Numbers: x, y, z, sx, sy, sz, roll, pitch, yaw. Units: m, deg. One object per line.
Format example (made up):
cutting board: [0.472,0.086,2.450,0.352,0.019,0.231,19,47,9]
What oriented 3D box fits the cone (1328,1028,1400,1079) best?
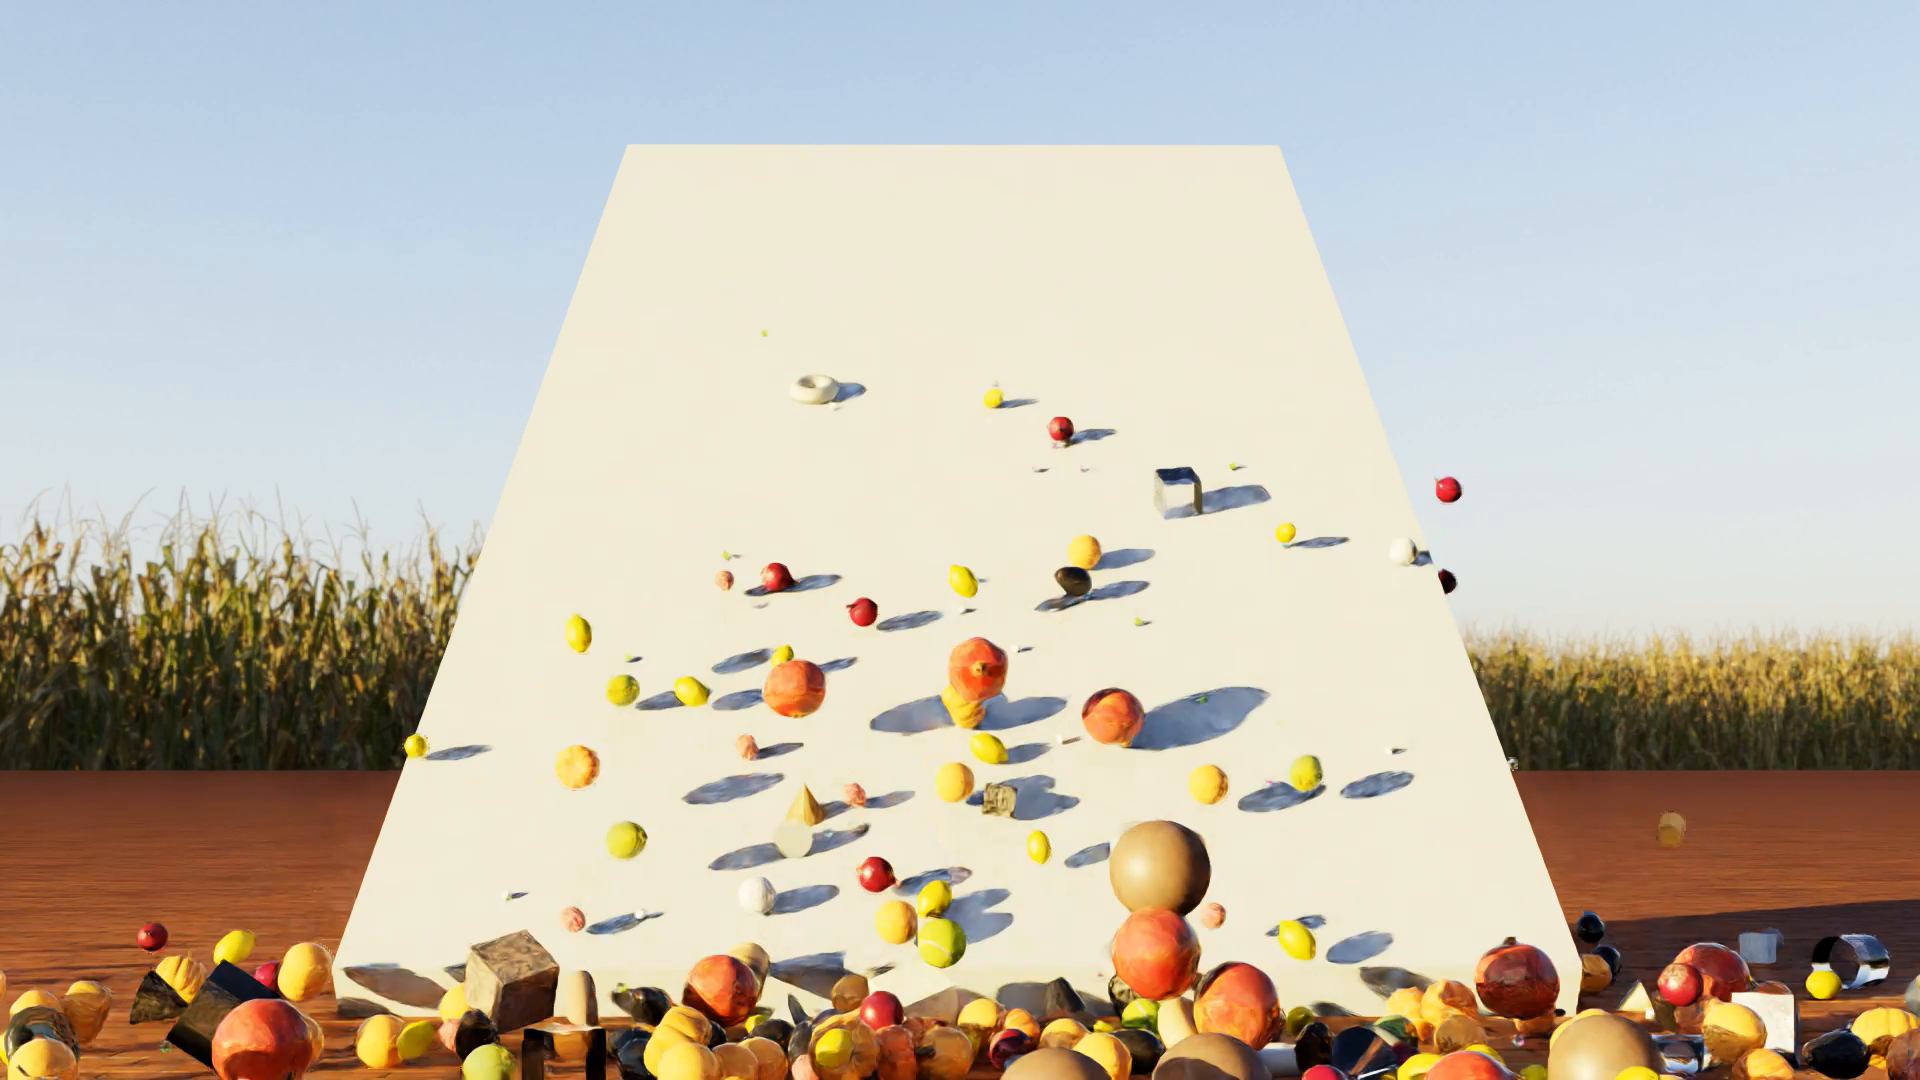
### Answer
cone: [0.474,0.662,2.938,0.096,0.096,0.096,3,-33,-25]

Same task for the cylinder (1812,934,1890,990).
cylinder: [1.625,0.769,4.360,0.096,0.096,0.096,4,-7,-37]

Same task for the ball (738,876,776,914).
ball: [-0.333,0.585,3.935,0.063,0.063,0.063,0,-5,0]

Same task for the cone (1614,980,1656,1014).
cone: [1.100,0.761,3.925,0.060,0.060,0.060,-26,-10,8]

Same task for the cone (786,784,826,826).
cone: [-0.270,0.453,4.174,0.068,0.068,0.068,0,28,0]

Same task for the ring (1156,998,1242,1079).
ring: [0.304,0.638,3.035,0.045,0.134,0.134,-44,-21,15]

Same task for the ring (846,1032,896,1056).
ring: [-0.120,0.711,3.374,0.083,0.028,0.083,1,-5,0]

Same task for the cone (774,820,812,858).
cone: [-0.286,0.509,4.111,0.067,0.067,0.067,0,2,-2]

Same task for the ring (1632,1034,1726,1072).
ring: [0.965,0.689,3.211,0.123,0.041,0.123,-1,-6,0]

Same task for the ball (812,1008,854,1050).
ball: [-0.182,0.697,3.407,0.060,0.060,0.060,0,-5,0]

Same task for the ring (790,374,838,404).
ring: [-0.348,-0.361,5.718,0.117,0.039,0.117,-1,29,0]

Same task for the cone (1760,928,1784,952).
cone: [1.774,0.884,5.240,0.055,0.055,0.055,-1,-28,6]

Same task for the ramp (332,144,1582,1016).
ramp: [-0.012,-0.221,5.605,2.000,0.100,4.000,0,28,0]

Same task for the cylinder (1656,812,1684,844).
cylinder: [1.591,0.646,5.354,0.052,0.052,0.052,-3,25,27]

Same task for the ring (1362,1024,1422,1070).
ring: [0.577,0.679,3.206,0.091,0.030,0.091,31,-8,5]

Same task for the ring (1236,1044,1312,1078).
ring: [0.409,0.686,3.150,0.111,0.037,0.111,-1,-6,0]

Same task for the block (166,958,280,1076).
block: [-0.972,0.629,3.155,0.090,0.090,0.090,35,13,-7]

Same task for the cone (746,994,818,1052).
cone: [-0.264,0.706,3.397,0.092,0.092,0.092,-27,-8,4]

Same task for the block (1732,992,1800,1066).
block: [1.092,0.663,3.239,0.078,0.078,0.078,-2,-24,25]

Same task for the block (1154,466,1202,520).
block: [0.473,-0.102,5.195,0.082,0.082,0.082,-6,29,-12]

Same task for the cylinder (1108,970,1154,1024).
cylinder: [0.249,0.666,3.487,0.057,0.057,0.057,1,17,-6]

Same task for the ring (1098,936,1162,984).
ring: [0.272,0.671,3.809,0.103,0.034,0.103,1,29,-1]

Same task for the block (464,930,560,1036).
block: [-0.649,0.639,3.457,0.094,0.094,0.094,-13,36,-40]

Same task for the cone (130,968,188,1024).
cone: [-1.239,0.730,3.749,0.090,0.090,0.090,18,-6,-1]

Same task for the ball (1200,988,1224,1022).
ball: [0.389,0.695,3.492,0.081,0.081,0.081,0,-5,0]

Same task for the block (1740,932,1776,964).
block: [1.646,0.842,4.931,0.058,0.058,0.058,-4,-7,35]

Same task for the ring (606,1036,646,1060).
ring: [-0.477,0.709,3.337,0.075,0.025,0.075,0,-4,0]

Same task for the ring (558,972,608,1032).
ring: [-0.538,0.669,3.411,0.037,0.111,0.111,-24,-8,4]

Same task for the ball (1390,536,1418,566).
ball: [0.926,0.023,4.990,0.059,0.059,0.059,0,-5,0]

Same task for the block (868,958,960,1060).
block: [-0.064,0.653,3.327,0.088,0.088,0.088,-17,26,-32]

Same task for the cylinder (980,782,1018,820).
cylinder: [0.069,0.455,4.174,0.054,0.054,0.054,14,-4,6]

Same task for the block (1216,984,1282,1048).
block: [0.411,0.681,3.400,0.075,0.075,0.075,-2,10,18]

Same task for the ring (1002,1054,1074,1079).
ring: [0.101,0.682,3.082,0.094,0.031,0.094,2,-7,0]

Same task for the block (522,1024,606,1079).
block: [-0.499,0.653,3.013,0.075,0.075,0.075,4,-7,-39]

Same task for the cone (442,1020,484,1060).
cone: [-0.673,0.696,3.289,0.053,0.053,0.053,-42,1,1]

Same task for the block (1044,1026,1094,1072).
block: [0.146,0.683,3.210,0.053,0.053,0.053,-2,-6,20]

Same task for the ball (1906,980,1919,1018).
ball: [1.538,0.725,3.785,0.076,0.076,0.076,0,-5,0]

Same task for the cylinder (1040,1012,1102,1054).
cylinder: [0.154,0.688,3.316,0.062,0.062,0.062,-4,-7,35]

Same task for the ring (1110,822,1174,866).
ring: [0.310,0.519,4.089,0.110,0.037,0.110,-1,28,0]
